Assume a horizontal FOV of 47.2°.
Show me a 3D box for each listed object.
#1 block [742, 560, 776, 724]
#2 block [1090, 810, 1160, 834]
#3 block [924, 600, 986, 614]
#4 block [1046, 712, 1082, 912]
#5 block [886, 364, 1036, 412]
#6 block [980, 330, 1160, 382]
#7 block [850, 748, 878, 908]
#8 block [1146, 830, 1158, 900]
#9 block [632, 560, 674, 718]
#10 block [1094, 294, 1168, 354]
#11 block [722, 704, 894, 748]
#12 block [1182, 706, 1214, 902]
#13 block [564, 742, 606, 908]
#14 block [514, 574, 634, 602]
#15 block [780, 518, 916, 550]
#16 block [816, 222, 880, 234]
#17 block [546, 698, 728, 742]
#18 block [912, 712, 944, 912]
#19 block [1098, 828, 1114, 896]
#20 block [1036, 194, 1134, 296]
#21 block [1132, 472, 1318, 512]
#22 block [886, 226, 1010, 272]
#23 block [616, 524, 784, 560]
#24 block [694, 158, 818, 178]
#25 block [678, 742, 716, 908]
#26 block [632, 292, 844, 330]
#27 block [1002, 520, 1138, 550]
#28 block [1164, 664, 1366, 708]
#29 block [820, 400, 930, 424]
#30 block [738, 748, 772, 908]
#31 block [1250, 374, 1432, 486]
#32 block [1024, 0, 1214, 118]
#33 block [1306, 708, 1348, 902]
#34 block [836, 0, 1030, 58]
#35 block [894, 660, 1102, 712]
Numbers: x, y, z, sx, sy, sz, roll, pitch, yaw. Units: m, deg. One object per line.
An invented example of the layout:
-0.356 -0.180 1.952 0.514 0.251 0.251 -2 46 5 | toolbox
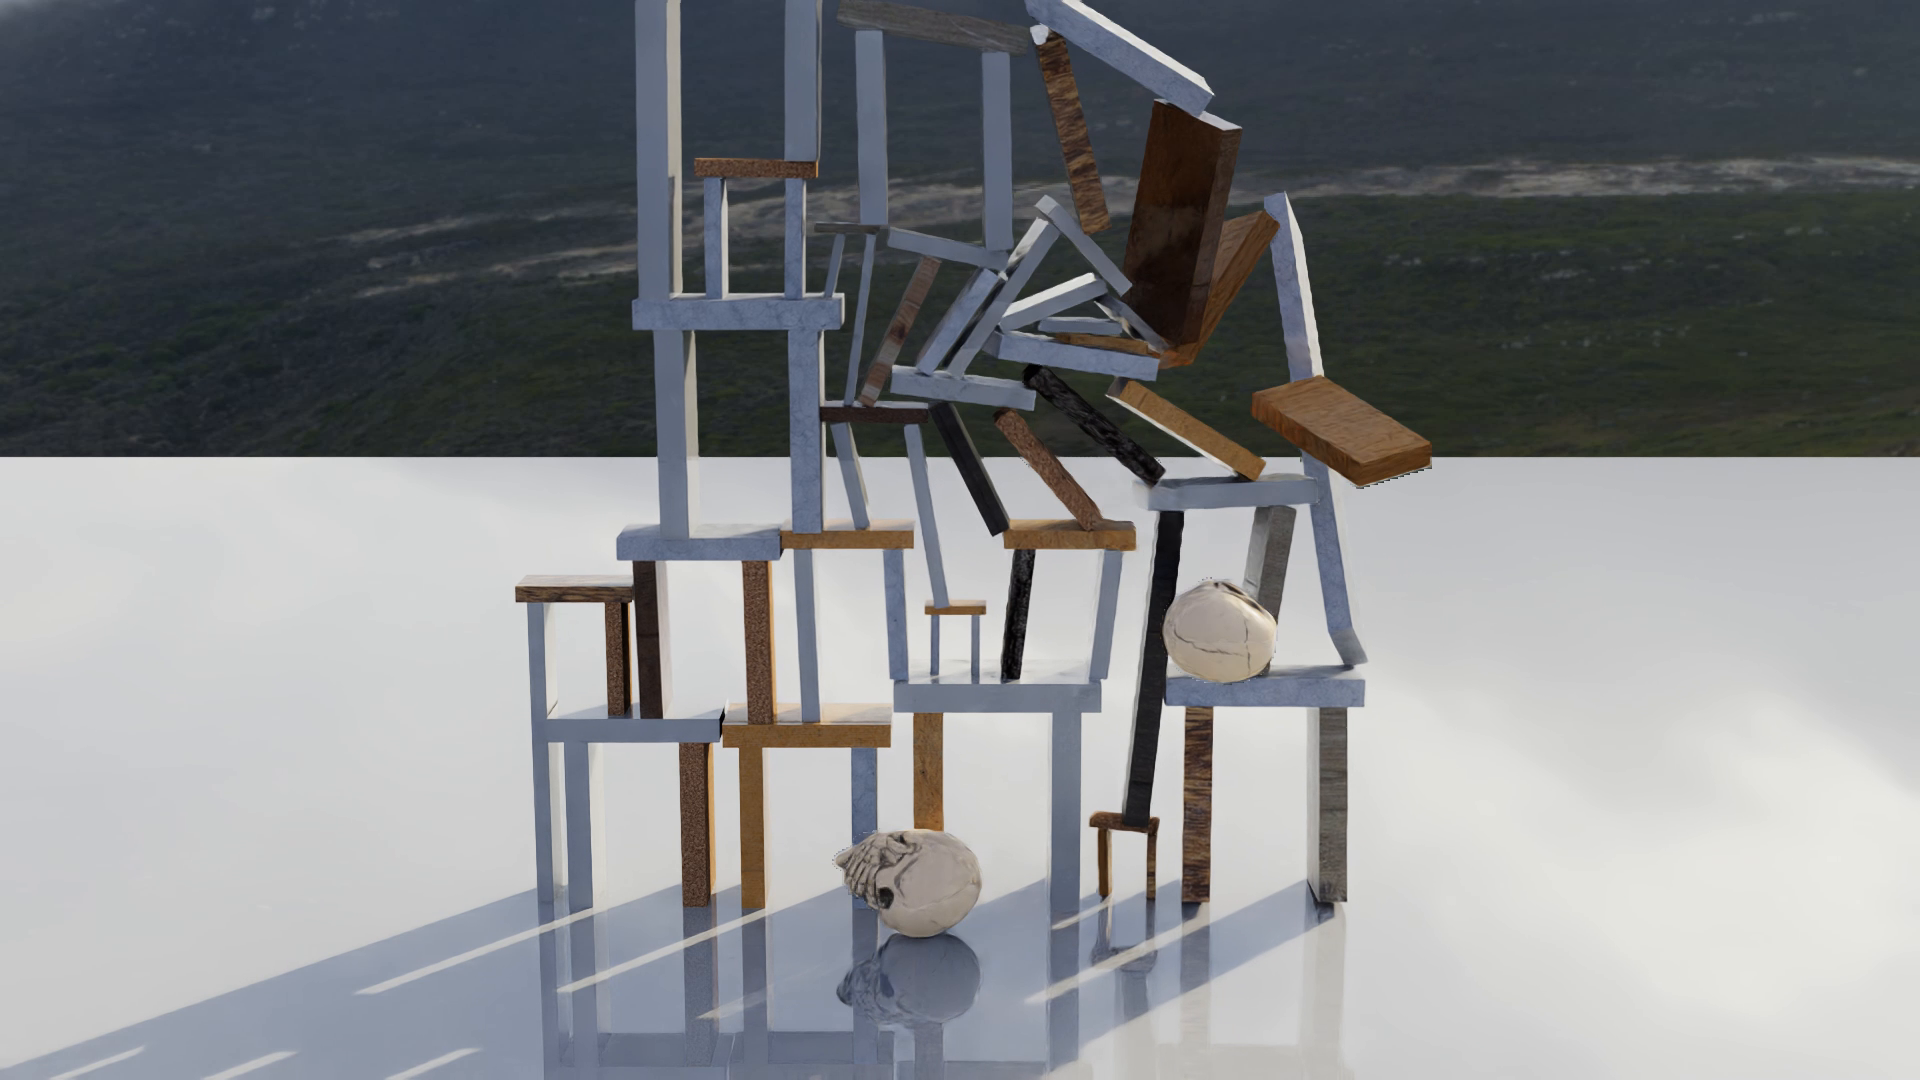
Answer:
-0.327 0.153 3.589 0.037 0.267 0.130 -1 11 0 | block
0.274 0.470 3.662 0.109 0.015 0.054 4 7 16 | block
-0.007 0.110 3.582 0.100 0.014 0.050 0 11 0 | block
0.172 0.426 3.638 0.047 0.334 0.167 0 11 0 | block
0.000 -0.244 3.514 0.229 0.032 0.114 7 10 -6 | block
0.176 -0.300 3.547 0.262 0.037 0.131 7 10 -14 | block
-0.157 0.457 3.642 0.039 0.272 0.136 0 11 0 | block
0.319 0.537 3.655 0.015 0.109 0.054 1 11 8 | block
-0.500 0.149 3.588 0.037 0.259 0.130 -1 11 0 | block
0.278 -0.351 3.564 0.134 0.019 0.067 37 -2 -43 | block
-0.248 0.304 3.614 0.272 0.039 0.136 0 11 0 | block
0.394 0.423 3.652 0.046 0.321 0.161 1 6 5 | block
-0.621 0.452 3.648 0.040 0.279 0.140 0 11 0 | block
-0.621 0.079 3.578 0.187 0.027 0.094 0 11 0 | block
-0.180 -0.010 3.557 0.213 0.030 0.107 0 11 0 | block
-0.177 -0.493 3.471 0.101 0.014 0.050 1 10 0 | block
-0.528 0.295 3.619 0.279 0.040 0.140 0 11 0 | block
-0.051 0.426 3.638 0.047 0.334 0.167 0 11 0 | block
0.242 0.533 3.662 0.015 0.109 0.054 -1 3 13 | block
0.197 -0.469 3.503 0.026 0.182 0.091 -43 20 5 | block
0.432 -0.079 3.610 0.277 0.039 0.139 -3 6 -5 | block
-0.020 -0.460 3.472 0.190 0.027 0.095 11 10 -5 | block
-0.417 0.003 3.561 0.259 0.037 0.130 0 11 0 | block
-0.318 -0.583 3.449 0.186 0.026 0.093 1 11 -1 | block
-0.435 0.452 3.648 0.040 0.279 0.140 0 11 0 | block
-0.348 -0.364 3.492 0.321 0.046 0.161 0 11 0 | block
0.176 -0.009 3.561 0.212 0.030 0.106 0 11 0 | block
0.498 0.240 3.638 0.321 0.046 0.161 0 6 3 | block
-0.135 -0.205 3.520 0.171 0.024 0.085 1 11 0 | block
-0.338 0.457 3.642 0.039 0.272 0.136 0 11 0 | block
0.619 -0.182 3.589 0.144 0.041 0.287 -16 34 -25 | block
0.242 -0.758 3.380 0.304 0.043 0.152 29 19 -11 | block
0.609 0.423 3.651 0.046 0.321 0.161 -1 6 2 | block
-0.040 -0.797 3.415 0.293 0.042 0.147 10 10 -2 | block
0.060 0.238 3.603 0.334 0.047 0.167 0 11 0 | block
